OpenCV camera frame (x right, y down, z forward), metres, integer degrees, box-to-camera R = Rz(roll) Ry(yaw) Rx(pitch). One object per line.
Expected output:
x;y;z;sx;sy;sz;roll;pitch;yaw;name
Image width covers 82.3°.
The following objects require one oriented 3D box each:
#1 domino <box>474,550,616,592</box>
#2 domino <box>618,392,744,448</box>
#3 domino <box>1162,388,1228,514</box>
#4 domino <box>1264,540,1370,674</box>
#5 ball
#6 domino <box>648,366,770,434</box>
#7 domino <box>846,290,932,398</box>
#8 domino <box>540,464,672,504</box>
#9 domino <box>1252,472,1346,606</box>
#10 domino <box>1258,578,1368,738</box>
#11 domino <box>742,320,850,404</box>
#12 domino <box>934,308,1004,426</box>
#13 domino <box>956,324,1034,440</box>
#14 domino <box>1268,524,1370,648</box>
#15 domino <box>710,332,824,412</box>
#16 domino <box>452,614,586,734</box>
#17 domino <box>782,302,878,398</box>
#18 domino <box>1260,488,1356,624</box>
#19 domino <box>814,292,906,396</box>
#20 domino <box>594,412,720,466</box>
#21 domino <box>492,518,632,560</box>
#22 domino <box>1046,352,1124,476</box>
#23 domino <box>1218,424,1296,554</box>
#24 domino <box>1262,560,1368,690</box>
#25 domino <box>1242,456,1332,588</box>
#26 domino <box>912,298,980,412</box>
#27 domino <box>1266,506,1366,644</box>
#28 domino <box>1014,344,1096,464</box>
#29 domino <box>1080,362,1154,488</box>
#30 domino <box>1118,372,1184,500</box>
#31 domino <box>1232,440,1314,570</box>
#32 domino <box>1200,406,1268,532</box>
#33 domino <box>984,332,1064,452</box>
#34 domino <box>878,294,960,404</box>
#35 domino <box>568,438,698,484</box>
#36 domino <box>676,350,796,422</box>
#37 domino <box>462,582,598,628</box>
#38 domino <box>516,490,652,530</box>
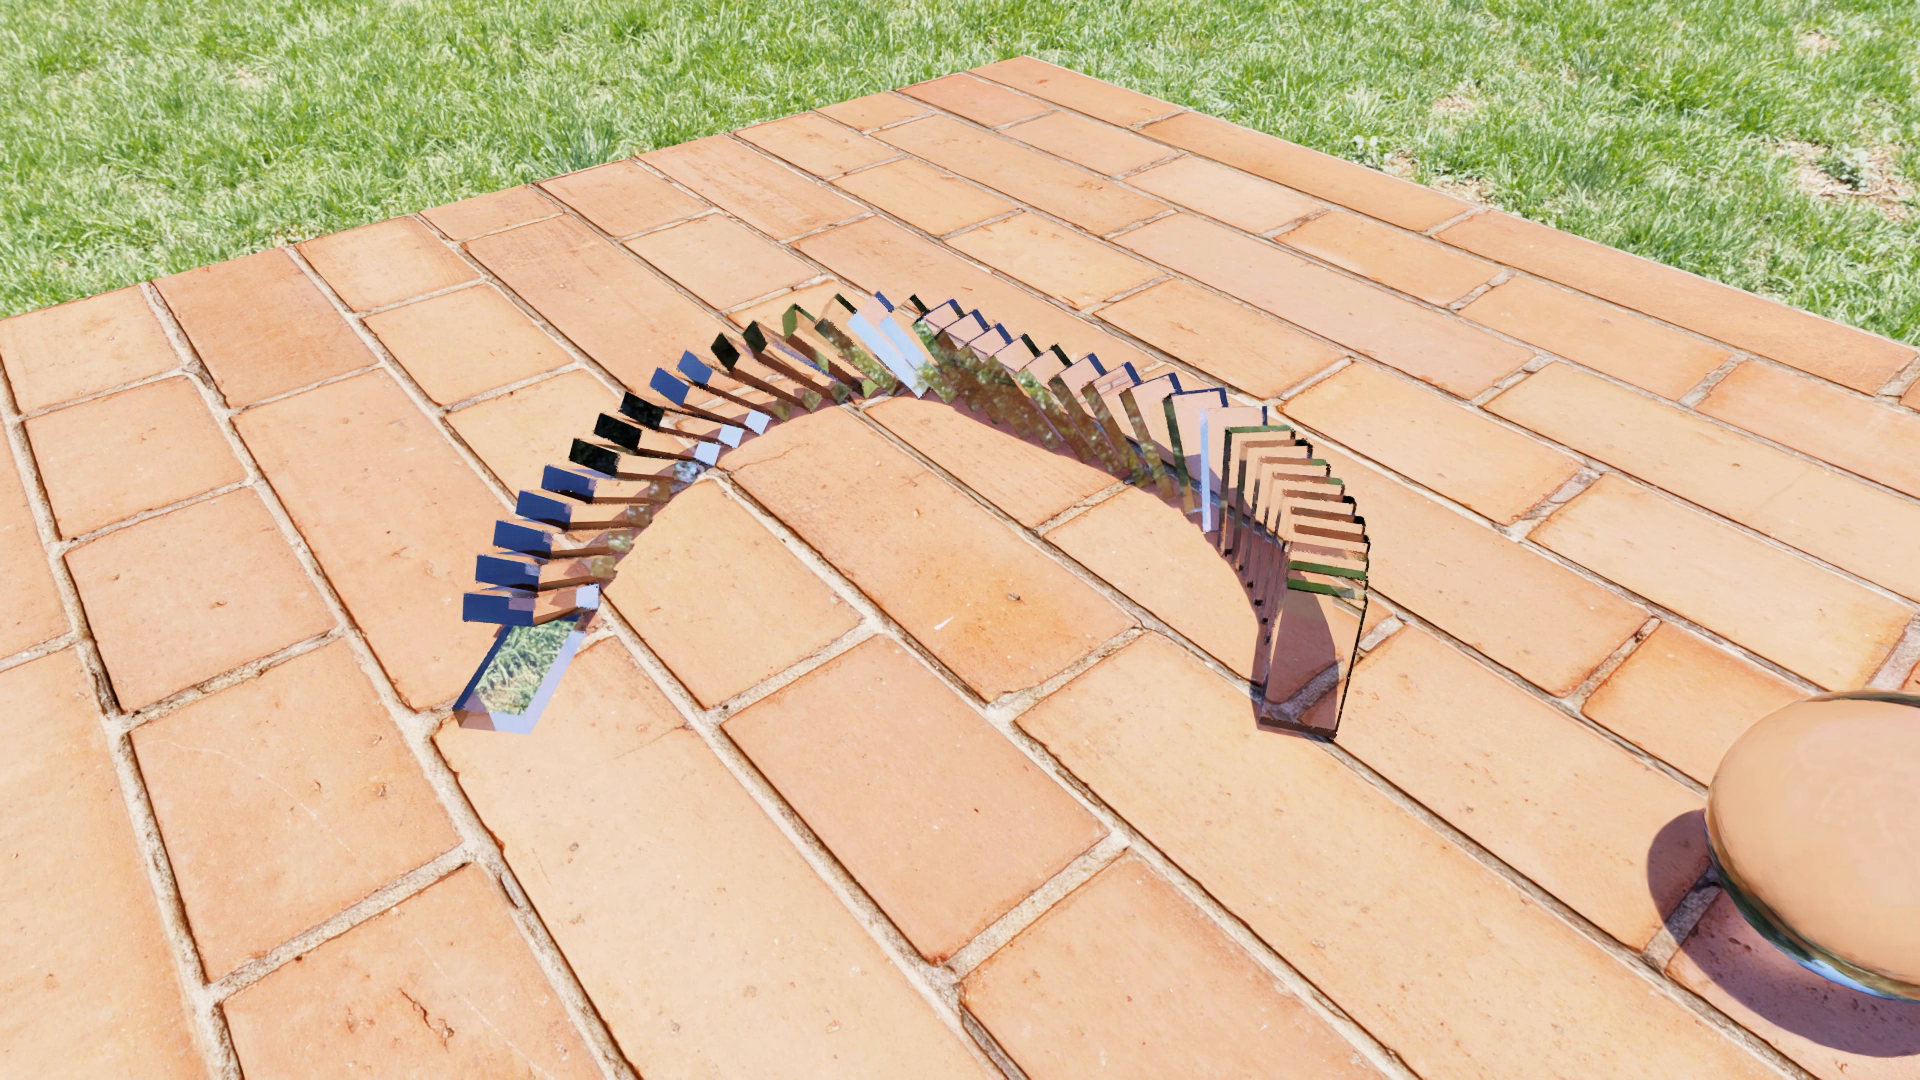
-0.153;0.010;0.409;0.025;0.009;0.050;9;5;12;domino
-0.122;-0.053;0.485;0.025;0.009;0.050;26;9;28;domino
0.104;-0.038;0.464;0.025;0.010;0.050;-8;82;-15;domino
0.122;0.027;0.378;0.025;0.050;0.009;9;22;11;domino
0.245;0.080;0.291;0.080;0.080;0.080;0;39;0;ball
-0.112;-0.062;0.496;0.025;0.009;0.050;32;9;33;domino
-0.030;-0.095;0.534;0.050;0.010;0.025;45;40;-13;domino
-0.143;-0.022;0.450;0.025;0.010;0.050;16;7;19;domino
0.126;0.001;0.410;0.025;0.050;0.009;6;21;7;domino
0.116;0.039;0.363;0.025;0.050;0.009;9;22;11;domino
-0.077;-0.084;0.522;0.050;0.009;0.025;26;21;-41;domino
0.012;-0.082;0.519;0.025;0.010;0.050;-38;94;-37;domino
0.024;-0.074;0.510;0.025;0.010;0.050;-38;92;-37;domino
0.125;0.021;0.385;0.025;0.050;0.009;9;22;11;domino
-0.090;-0.078;0.514;0.050;0.010;0.025;23;18;-46;domino
-0.154;0.045;0.388;0.025;0.009;0.050;5;40;5;domino
-0.062;-0.091;0.528;0.050;0.010;0.025;34;24;-33;domino
0.127;0.008;0.402;0.025;0.050;0.009;7;21;8;domino
-0.046;-0.095;0.534;0.050;0.010;0.025;40;34;-21;domino
-0.130;-0.043;0.474;0.025;0.010;0.050;22;7;25;domino
-0.152;-0.001;0.424;0.025;0.009;0.050;13;6;16;domino
0.063;-0.056;0.489;0.025;0.009;0.050;-34;89;-35;domino
0.117;-0.020;0.435;0.025;0.050;0.009;-3;21;-3;domino
0.119;0.033;0.371;0.025;0.050;0.009;9;22;11;domino
0.124;-0.006;0.419;0.025;0.050;0.009;3;21;4;domino
0.001;-0.089;0.527;0.025;0.010;0.050;-38;94;-39;domino
0.127;0.015;0.393;0.025;0.050;0.010;9;22;11;domino
0.050;-0.062;0.496;0.050;0.010;0.025;51;52;-1;domino
0.076;-0.051;0.481;0.025;0.010;0.050;-31;90;-32;domino
0.090;-0.045;0.473;0.025;0.010;0.050;-22;88;-25;domino
0.121;-0.013;0.427;0.025;0.050;0.010;-2;21;-3;domino
0.112;-0.029;0.449;0.025;0.050;0.010;-3;4;-6;domino
0.035;-0.068;0.503;0.025;0.010;0.050;-39;92;-38;domino
-0.014;-0.092;0.531;0.050;0.010;0.025;48;45;-9;domino
-0.136;-0.033;0.462;0.025;0.010;0.050;19;7;22;domino
-0.102;-0.071;0.506;0.025;0.009;0.050;39;13;37;domino
-0.152;0.022;0.394;0.025;0.009;0.050;5;4;6;domino
-0.148;-0.012;0.437;0.025;0.009;0.050;15;7;18;domino
